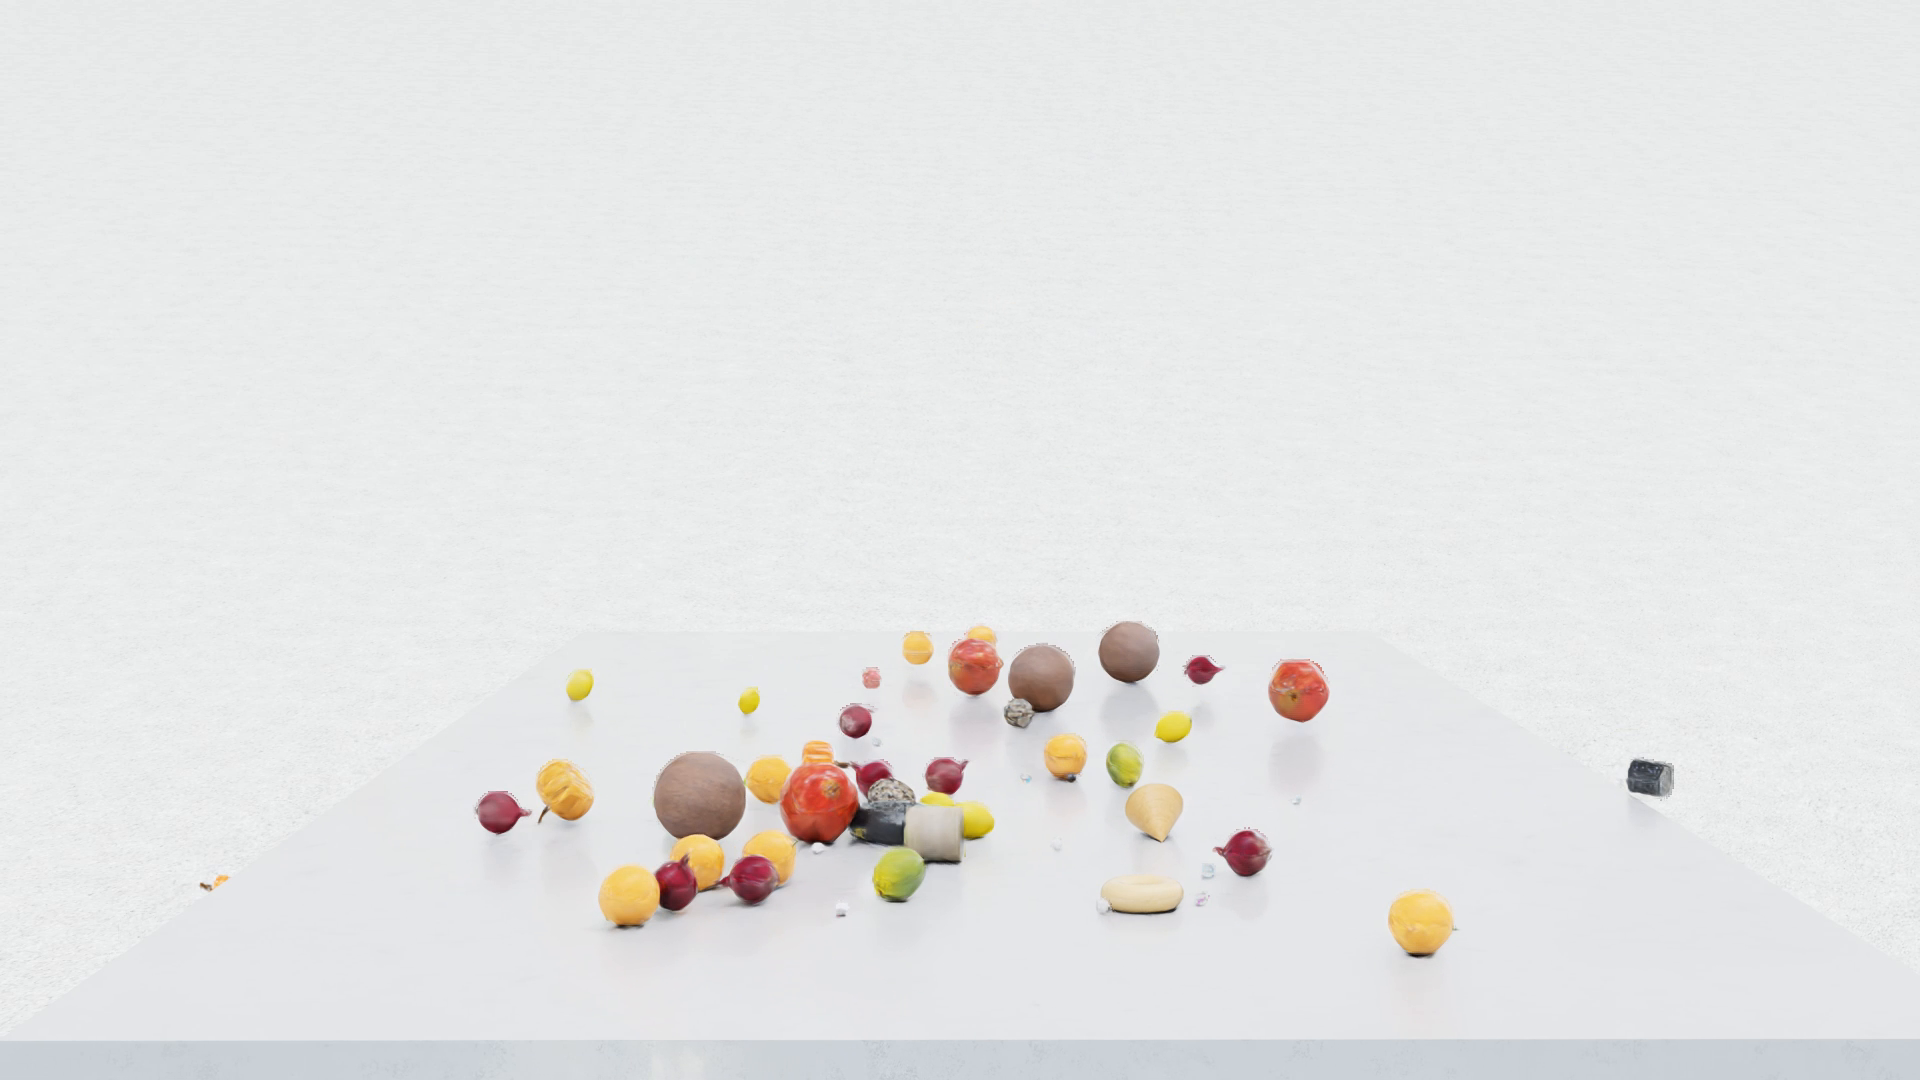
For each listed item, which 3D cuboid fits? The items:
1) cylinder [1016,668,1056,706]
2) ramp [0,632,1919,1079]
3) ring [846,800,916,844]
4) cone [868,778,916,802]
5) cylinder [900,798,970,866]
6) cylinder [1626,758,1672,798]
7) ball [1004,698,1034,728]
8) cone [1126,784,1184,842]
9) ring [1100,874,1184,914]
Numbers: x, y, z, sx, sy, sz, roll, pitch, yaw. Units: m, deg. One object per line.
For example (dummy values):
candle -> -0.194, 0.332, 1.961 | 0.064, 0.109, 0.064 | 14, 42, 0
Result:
cylinder -> 0.150, 0.291, 5.082 | 0.071, 0.071, 0.071 | 1, 19, 9
ramp -> 0.046, 0.413, 4.536 | 2.000, 0.100, 4.000 | 0, 4, 0
ring -> -0.092, 0.399, 3.631 | 0.139, 0.046, 0.139 | 1, 3, 0
cone -> -0.106, 0.399, 3.739 | 0.073, 0.073, 0.073 | 3, 31, 9
cylinder -> -0.034, 0.396, 3.461 | 0.074, 0.074, 0.074 | 19, 23, 7
cylinder -> 1.077, 0.372, 4.010 | 0.053, 0.053, 0.053 | 8, 21, 36
ball -> 0.109, 0.320, 4.763 | 0.055, 0.055, 0.055 | 0, 20, 0
cone -> 0.281, 0.403, 3.632 | 0.084, 0.084, 0.084 | -1, 30, -3
ring -> 0.224, 0.436, 3.163 | 0.103, 0.034, 0.103 | -1, 3, 0
